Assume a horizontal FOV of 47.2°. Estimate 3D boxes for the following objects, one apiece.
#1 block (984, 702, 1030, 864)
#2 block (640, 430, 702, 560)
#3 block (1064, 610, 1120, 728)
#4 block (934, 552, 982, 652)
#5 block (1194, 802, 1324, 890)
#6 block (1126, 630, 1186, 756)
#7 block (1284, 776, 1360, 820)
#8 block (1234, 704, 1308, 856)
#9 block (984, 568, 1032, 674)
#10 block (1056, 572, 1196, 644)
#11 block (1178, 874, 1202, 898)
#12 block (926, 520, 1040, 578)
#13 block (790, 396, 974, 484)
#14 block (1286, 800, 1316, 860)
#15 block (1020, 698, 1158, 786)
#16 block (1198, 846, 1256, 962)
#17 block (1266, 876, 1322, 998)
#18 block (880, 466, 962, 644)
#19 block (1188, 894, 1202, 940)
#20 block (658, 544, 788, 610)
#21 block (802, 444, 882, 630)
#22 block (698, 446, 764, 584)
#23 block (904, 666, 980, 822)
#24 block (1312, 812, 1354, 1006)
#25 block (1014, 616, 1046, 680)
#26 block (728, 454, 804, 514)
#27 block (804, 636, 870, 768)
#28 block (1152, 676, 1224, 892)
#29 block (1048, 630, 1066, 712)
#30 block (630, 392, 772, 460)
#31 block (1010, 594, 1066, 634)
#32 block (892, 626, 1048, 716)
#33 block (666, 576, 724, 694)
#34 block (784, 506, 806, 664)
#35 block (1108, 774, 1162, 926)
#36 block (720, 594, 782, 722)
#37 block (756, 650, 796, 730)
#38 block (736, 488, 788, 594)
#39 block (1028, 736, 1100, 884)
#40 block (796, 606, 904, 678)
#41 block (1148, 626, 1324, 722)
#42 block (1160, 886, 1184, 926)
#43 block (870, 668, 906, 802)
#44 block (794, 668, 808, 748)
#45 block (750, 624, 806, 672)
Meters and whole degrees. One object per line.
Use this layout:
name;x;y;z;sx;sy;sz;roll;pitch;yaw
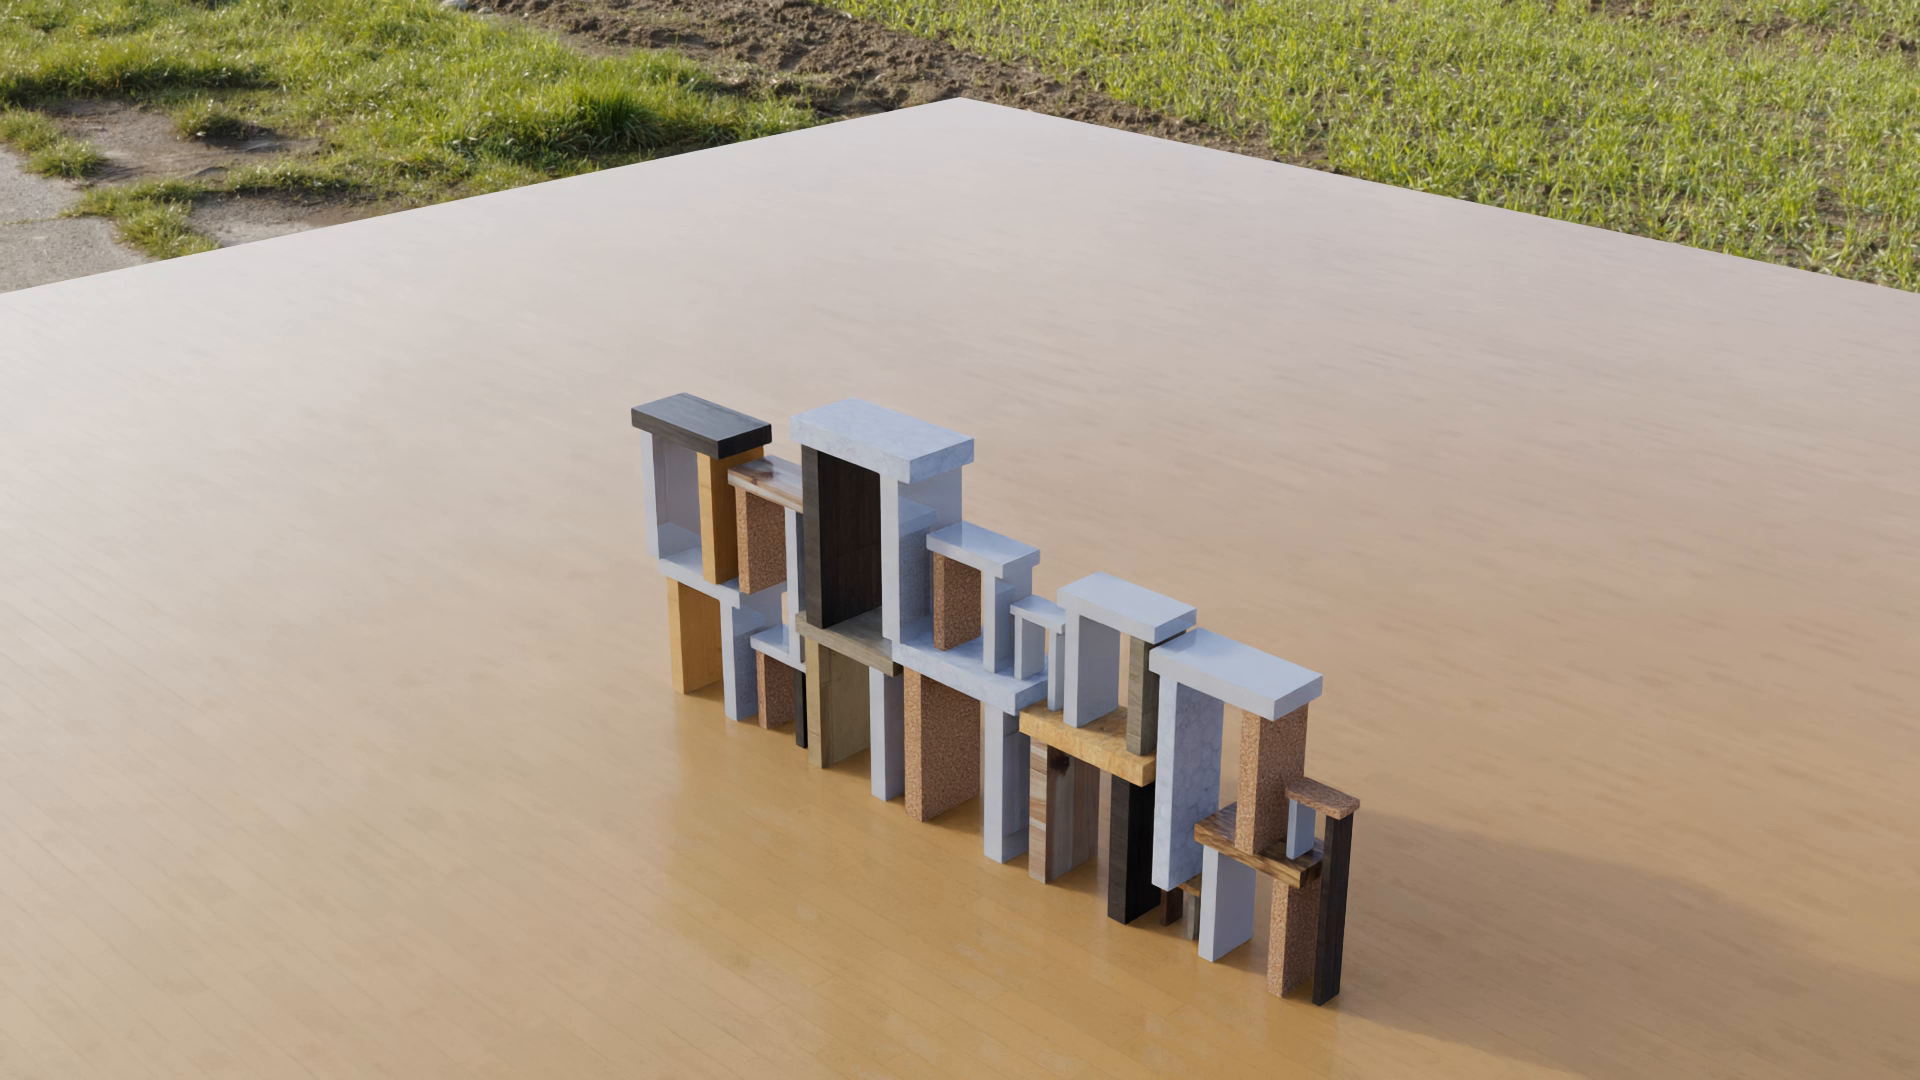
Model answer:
block;0.123;0.446;4.280;0.047;0.335;0.167;21;31;41
block;-0.626;-0.119;4.849;0.042;0.294;0.147;21;31;41
block;0.244;0.220;4.059;0.033;0.231;0.116;21;31;41
block;-0.005;0.105;4.274;0.102;0.203;0.029;-21;31;-41
block;0.539;0.535;3.866;0.231;0.033;0.116;21;31;41
block;0.353;0.263;3.958;0.033;0.231;0.116;21;31;41
block;0.616;0.439;3.738;0.114;0.016;0.057;21;31;41
block;0.539;0.397;3.802;0.039;0.272;0.136;21;31;41
block;0.091;0.143;4.185;0.102;0.203;0.029;-21;31;-41
block;0.299;0.120;3.957;0.231;0.033;0.116;21;31;41
block;0.415;0.621;4.029;0.049;0.014;0.098;-21;31;-41
block;0.043;0.017;4.184;0.102;0.029;0.203;-21;31;-41
block;-0.155;-0.198;4.306;0.344;0.049;0.172;21;31;41
block;0.589;0.488;3.788;0.016;0.114;0.057;21;31;41
block;0.272;0.361;4.080;0.303;0.043;0.152;21;31;41
block;0.485;0.635;3.968;0.033;0.231;0.116;21;31;41
block;0.594;0.678;3.868;0.033;0.231;0.116;21;31;41
block;-0.074;0.015;4.308;0.172;0.344;0.049;-21;31;-40
block;0.439;0.681;4.030;0.014;0.098;0.049;21;31;41
block;-0.520;0.073;4.825;0.279;0.040;0.139;21;31;41
block;-0.236;-0.027;4.466;0.172;0.390;0.049;-21;31;-40
block;-0.487;-0.065;4.721;0.042;0.294;0.147;21;31;41
block;-0.035;0.385;4.426;0.047;0.335;0.167;21;31;41
block;0.643;0.631;3.790;0.016;0.378;0.057;21;31;41
block;0.132;0.194;4.159;0.018;0.130;0.065;21;31;41
block;-0.360;-0.117;4.570;0.238;0.034;0.119;21;31;41
block;-0.254;0.320;4.630;0.042;0.294;0.147;21;31;41
block;0.410;0.417;3.949;0.136;0.424;0.039;-21;31;-41
block;0.194;0.234;4.110;0.018;0.166;0.065;21;31;41
block;-0.556;-0.247;4.720;0.294;0.042;0.147;21;31;41
block;0.163;0.138;4.102;0.130;0.018;0.065;21;31;40
block;0.044;0.240;4.278;0.167;0.047;0.335;-21;31;-41
block;-0.586;0.194;4.947;0.040;0.279;0.139;21;31;41
block;-0.305;0.079;4.593;0.119;0.345;0.034;-21;31;-41
block;0.344;0.548;4.081;0.043;0.303;0.152;21;31;41
block;-0.454;0.245;4.826;0.040;0.279;0.140;21;31;41
block;-0.397;0.312;4.790;0.026;0.184;0.092;21;31;41
block;-0.417;-0.014;4.675;0.034;0.238;0.119;21;31;40
block;0.201;0.492;4.213;0.043;0.303;0.152;21;31;41
block;-0.185;0.192;4.501;0.147;0.042;0.294;-21;31;-40
block;0.475;0.229;3.800;0.272;0.039;0.136;21;31;40
block;0.393;0.663;4.073;0.014;0.098;0.049;21;31;41
block;-0.115;0.374;4.502;0.042;0.294;0.147;21;31;41
block;-0.310;0.346;4.710;0.092;0.184;0.026;-21;31;-41
block;-0.354;0.232;4.709;0.184;0.026;0.092;21;31;41
